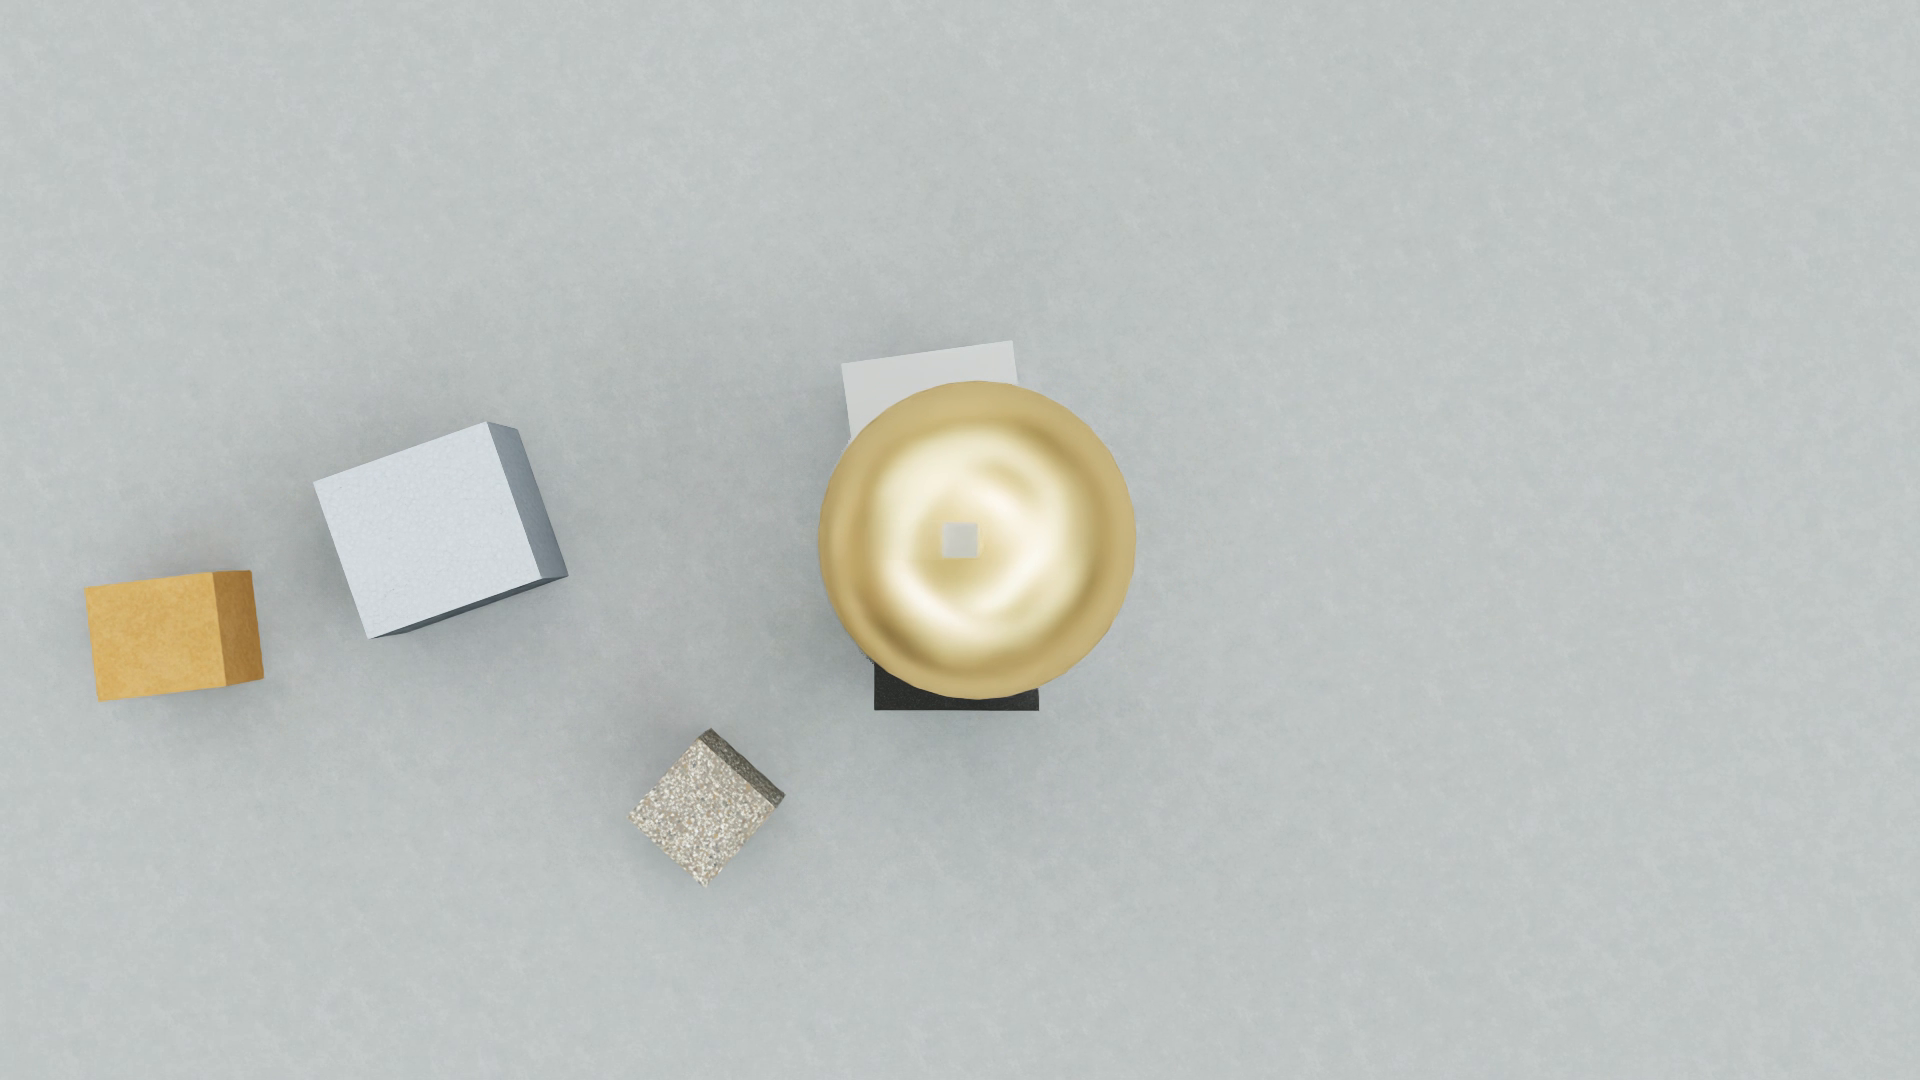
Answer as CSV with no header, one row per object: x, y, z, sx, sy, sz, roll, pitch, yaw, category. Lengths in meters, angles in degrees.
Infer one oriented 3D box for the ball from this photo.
0.085,0.000,11.014,1.600,1.600,1.600,0,90,0,ball

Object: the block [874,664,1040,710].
-0.017,0.499,12.527,0.905,0.945,0.873,0,90,0,block

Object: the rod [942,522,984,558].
0.037,0.000,7.615,0.080,5.200,0.080,0,90,1,rod

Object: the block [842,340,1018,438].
-0.116,-0.540,12.503,0.942,0.995,0.984,-8,90,0,block

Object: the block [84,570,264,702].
-4.510,0.543,12.661,0.724,0.678,0.646,-7,90,0,block

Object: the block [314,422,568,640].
-2.941,-0.054,12.568,1.014,0.863,0.920,-19,90,0,block

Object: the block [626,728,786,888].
-1.453,1.533,12.673,0.597,0.653,0.603,42,90,0,block
